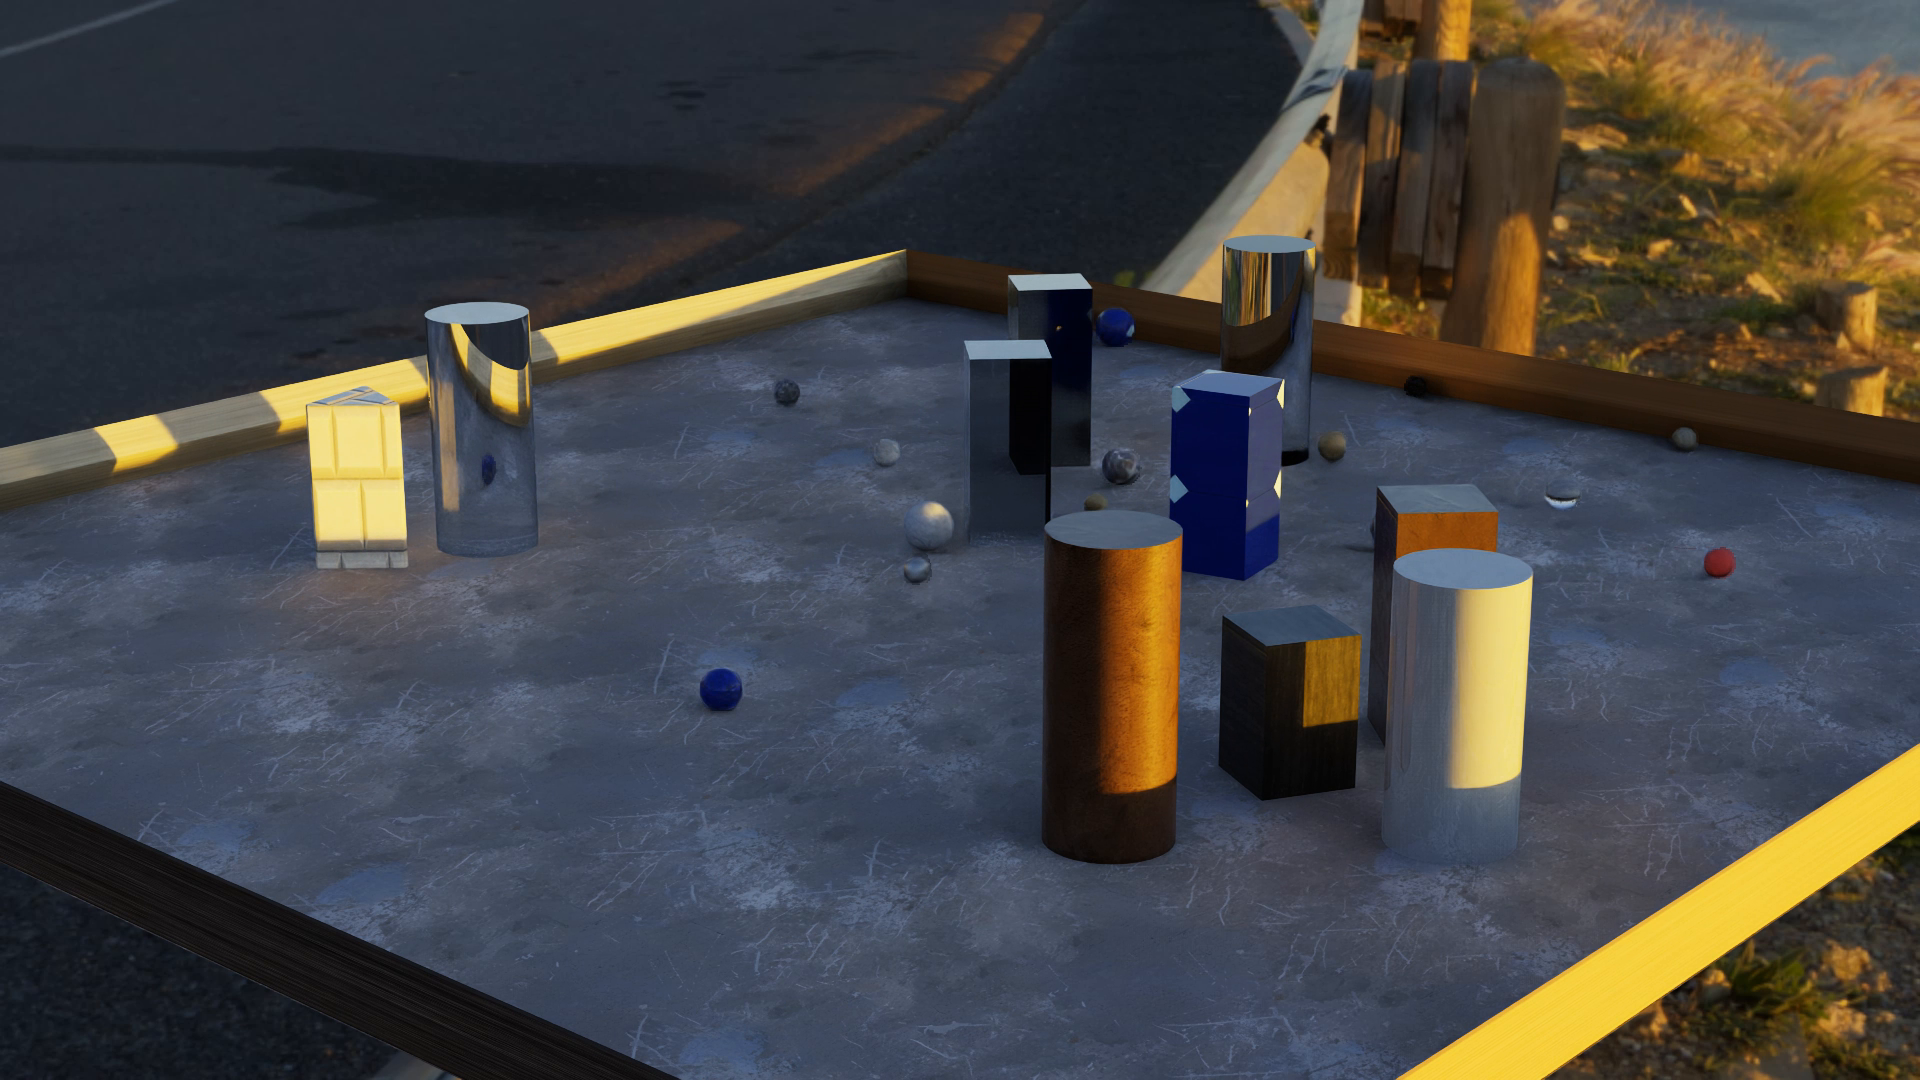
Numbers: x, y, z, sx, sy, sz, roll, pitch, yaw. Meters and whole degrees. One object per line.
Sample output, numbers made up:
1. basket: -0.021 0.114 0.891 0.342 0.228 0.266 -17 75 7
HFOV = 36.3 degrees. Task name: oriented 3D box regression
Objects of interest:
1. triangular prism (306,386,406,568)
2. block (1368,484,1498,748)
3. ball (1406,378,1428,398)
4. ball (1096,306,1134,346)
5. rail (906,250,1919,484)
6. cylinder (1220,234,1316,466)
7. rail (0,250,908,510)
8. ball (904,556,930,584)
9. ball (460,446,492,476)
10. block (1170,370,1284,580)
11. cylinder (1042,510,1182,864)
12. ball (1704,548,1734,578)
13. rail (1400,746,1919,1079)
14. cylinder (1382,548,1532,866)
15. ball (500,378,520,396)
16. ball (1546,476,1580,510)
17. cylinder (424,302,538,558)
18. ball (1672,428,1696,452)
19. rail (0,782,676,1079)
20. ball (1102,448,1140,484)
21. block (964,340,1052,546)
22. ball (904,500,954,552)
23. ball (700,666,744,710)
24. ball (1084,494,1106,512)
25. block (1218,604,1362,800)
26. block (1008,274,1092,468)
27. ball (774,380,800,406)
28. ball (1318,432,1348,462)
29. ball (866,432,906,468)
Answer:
1. triangular prism: -1.077 -0.115 5.293 0.161 0.301 0.140 0 17 -2
2. block: 0.709 0.116 4.410 0.149 0.371 0.149 -1 17 -4
3. ball: 1.009 -0.338 6.472 0.044 0.044 0.044 0 17 0
4. ball: 0.367 -0.505 6.943 0.093 0.093 0.093 0 17 0
5. rail: 1.142 -0.351 6.380 3.428 0.121 0.045 14 22 39
6. cylinder: 0.621 -0.384 5.943 0.186 0.439 0.186 0 17 0
7. rail: -1.277 -0.291 6.182 0.045 0.121 3.531 14 22 39
8. ball: -0.076 0.053 5.175 0.047 0.047 0.047 0 17 0
9. ball: -0.966 -0.157 5.846 0.061 0.061 0.061 0 17 0
10. block: 0.475 -0.118 5.241 0.149 0.336 0.149 9 19 28
11. cylinder: 0.206 0.199 4.002 0.186 0.447 0.186 0 17 0
12. ball: 1.347 0.041 5.207 0.052 0.052 0.052 0 17 0
13. rail: 1.277 0.351 4.060 0.045 0.121 3.531 14 22 39
14. cylinder: 0.678 0.226 4.006 0.186 0.393 0.186 0 17 0
15. ball: -0.993 -0.337 6.475 0.042 0.042 0.042 0 17 0
16. ball: 1.155 -0.090 5.617 0.066 0.066 0.066 0 17 0
17. cylinder: -0.871 -0.202 5.351 0.186 0.434 0.186 0 17 0
18. ball: 1.489 -0.207 6.029 0.051 0.051 0.051 0 17 0
19. rail: -1.142 0.411 3.862 3.428 0.121 0.045 14 22 39
20. ball: 0.317 -0.146 5.788 0.073 0.073 0.073 0 17 0
21. block: 0.087 -0.180 5.418 0.149 0.353 0.149 -1 17 -4
22. ball: -0.057 -0.026 5.359 0.092 0.092 0.092 0 17 0
23. ball: -0.371 0.231 4.553 0.068 0.068 0.068 0 17 0
24. ball: 0.258 -0.068 5.584 0.042 0.042 0.042 0 17 0
25. block: 0.477 0.234 4.255 0.149 0.234 0.149 -6 18 -19
26. block: 0.180 -0.343 5.938 0.149 0.365 0.149 -2 17 -7
27. ball: -0.379 -0.320 6.393 0.058 0.058 0.058 0 17 0
28. ball: 0.757 -0.190 5.959 0.059 0.059 0.059 0 17 0
29. ball: -0.148 -0.177 5.928 0.081 0.081 0.081 0 17 0
